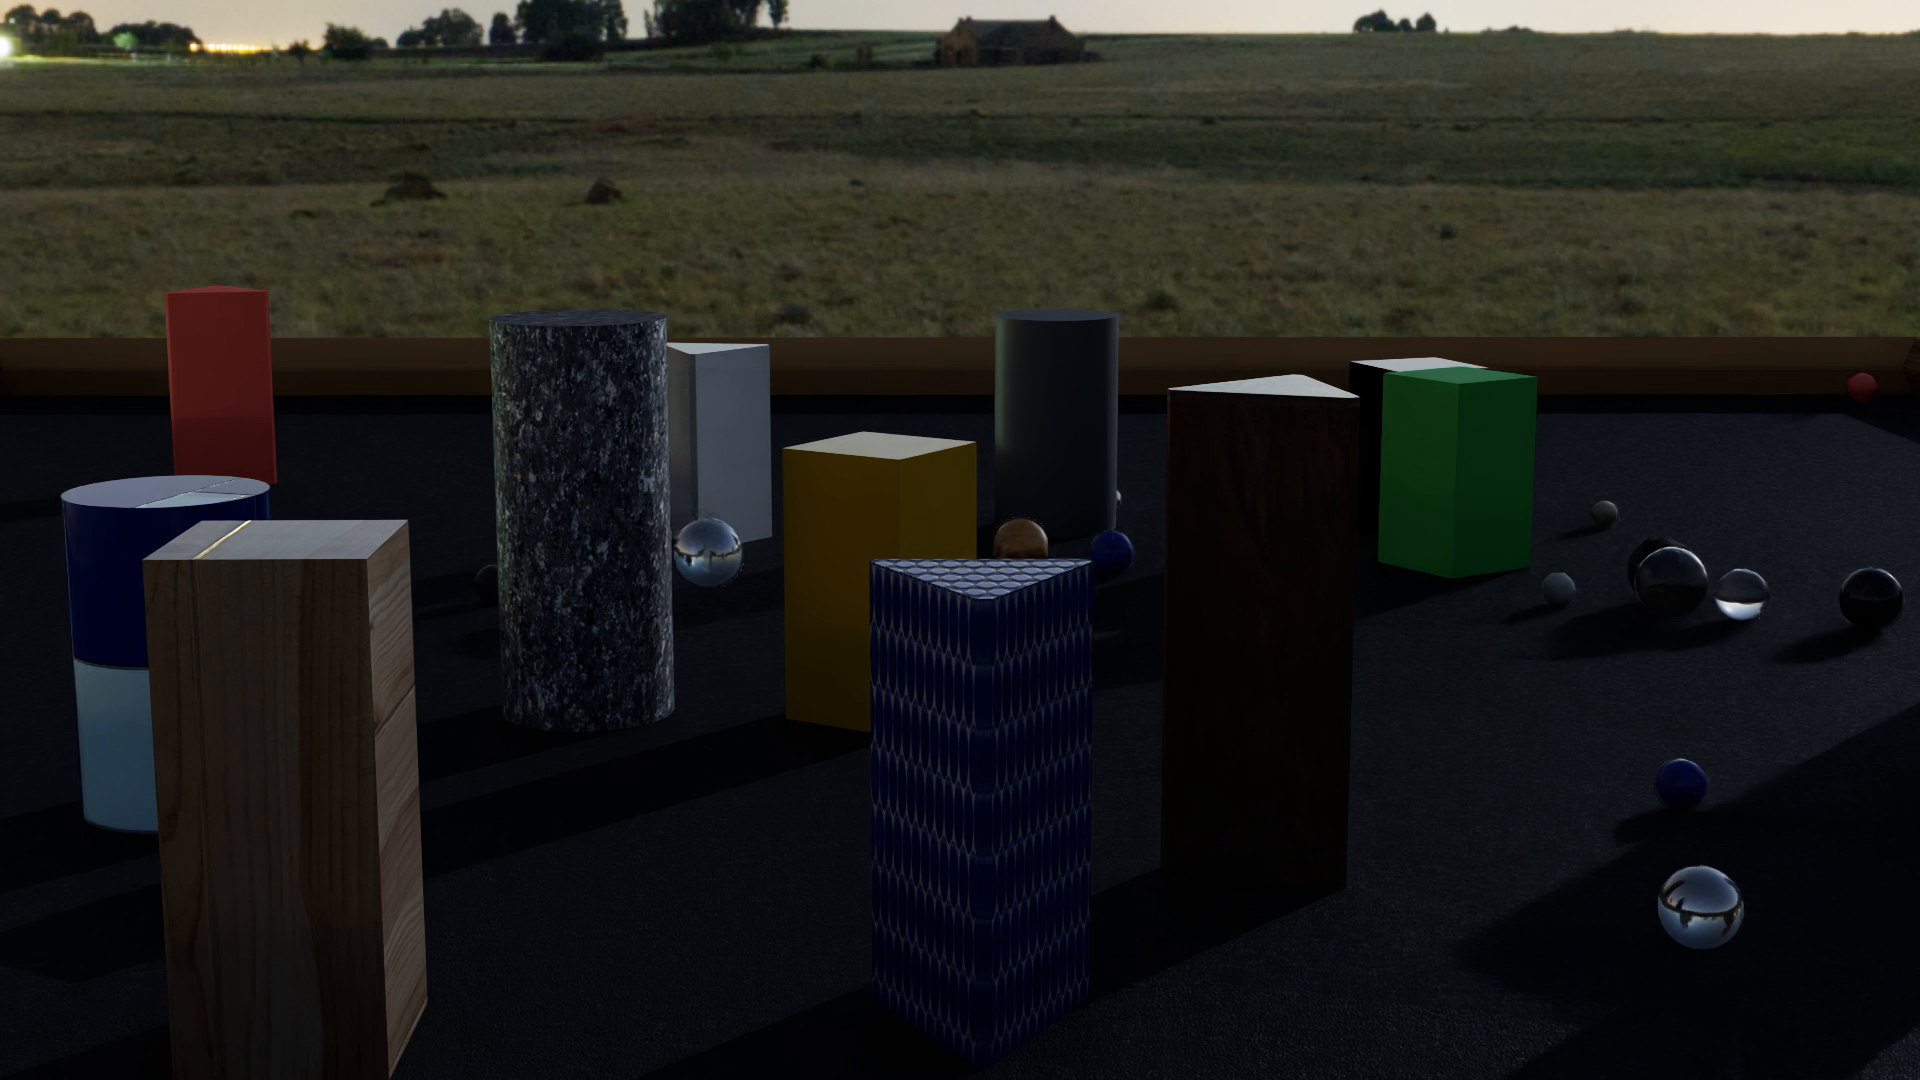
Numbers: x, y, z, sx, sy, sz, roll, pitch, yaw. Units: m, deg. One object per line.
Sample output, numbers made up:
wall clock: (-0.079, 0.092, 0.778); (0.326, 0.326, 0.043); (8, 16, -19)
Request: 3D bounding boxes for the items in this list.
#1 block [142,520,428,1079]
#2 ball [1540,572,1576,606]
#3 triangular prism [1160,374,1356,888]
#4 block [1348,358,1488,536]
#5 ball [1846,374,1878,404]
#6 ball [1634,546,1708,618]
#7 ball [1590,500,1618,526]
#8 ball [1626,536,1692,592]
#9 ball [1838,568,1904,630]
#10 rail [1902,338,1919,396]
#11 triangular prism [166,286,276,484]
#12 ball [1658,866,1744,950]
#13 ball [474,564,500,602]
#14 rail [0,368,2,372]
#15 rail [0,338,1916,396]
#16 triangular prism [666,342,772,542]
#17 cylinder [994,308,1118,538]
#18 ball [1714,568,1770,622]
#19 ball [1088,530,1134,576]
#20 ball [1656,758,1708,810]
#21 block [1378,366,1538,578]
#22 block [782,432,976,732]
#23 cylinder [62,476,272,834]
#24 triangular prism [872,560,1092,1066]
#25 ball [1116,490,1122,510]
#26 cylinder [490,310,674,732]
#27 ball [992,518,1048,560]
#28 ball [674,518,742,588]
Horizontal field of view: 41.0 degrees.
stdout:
block: (-0.494, 0.189, 1.902); (0.156, 0.386, 0.156); (0, 11, -1)
ball: (0.815, 0.066, 3.495); (0.045, 0.045, 0.045); (0, 11, 0)
triangular prism: (0.288, 0.077, 2.351); (0.169, 0.443, 0.146); (4, 11, 20)
block: (0.716, -0.144, 4.028); (0.156, 0.264, 0.156); (-4, 11, -21)
ball: (1.957, -0.329, 5.567); (0.066, 0.066, 0.066); (0, 11, 0)
ball: (0.945, 0.057, 3.410); (0.095, 0.095, 0.095); (0, 11, 0)
ball: (1.026, -0.042, 4.087); (0.042, 0.042, 0.042); (0, 11, 0)
ball: (0.958, 0.041, 3.502); (0.093, 0.093, 0.093); (0, 11, 0)
ball: (1.188, 0.076, 3.346); (0.080, 0.080, 0.080); (0, 11, 0)
rail: (2.120, 0.030, 3.461); (0.045, 0.127, 4.597); (0, 11, 0)
triangular prism: (-1.303, -0.275, 4.530); (0.169, 0.338, 0.146); (-3, 11, -15)
ball: (0.617, 0.306, 2.137); (0.070, 0.070, 0.070); (0, 11, 0)
ball: (-0.639, 0.060, 3.512); (0.052, 0.052, 0.052); (0, 11, 0)
rail: (-2.120, 0.035, 3.437); (0.045, 0.127, 4.597); (0, 11, 0)
rail: (-0.013, -0.383, 5.686); (4.288, 0.127, 0.045); (0, 11, 0)
triangular prism: (-0.404, -0.150, 3.962); (0.146, 0.300, 0.169); (8, 13, 38)
cylinder: (0.152, -0.188, 4.065); (0.195, 0.338, 0.195); (0, 11, 0)
ball: (1.035, 0.072, 3.396); (0.069, 0.069, 0.069); (0, 11, 0)
ball: (0.218, 0.018, 3.700); (0.065, 0.065, 0.065); (0, 11, 0)
ball: (0.715, 0.242, 2.540); (0.049, 0.049, 0.049); (0, 11, 0)
block: (0.727, -0.102, 3.756); (0.156, 0.281, 0.156); (-7, 13, -33)
block: (-0.089, 0.046, 2.888); (0.156, 0.308, 0.156); (7, 12, 32)
cylinder: (-0.772, 0.108, 2.525); (0.195, 0.317, 0.195); (0, 11, 0)
triangular prism: (0.038, 0.195, 1.963); (0.146, 0.352, 0.169); (-6, 12, -30)
ball: (0.247, -0.066, 4.224); (0.040, 0.040, 0.040); (0, 11, 0)
cylinder: (-0.424, -0.026, 2.889); (0.195, 0.449, 0.195); (0, 11, 0)
ball: (0.088, 0.009, 3.705); (0.081, 0.081, 0.081); (0, 11, 0)
ball: (-0.355, 0.018, 3.614); (0.097, 0.097, 0.097); (0, 11, 0)
